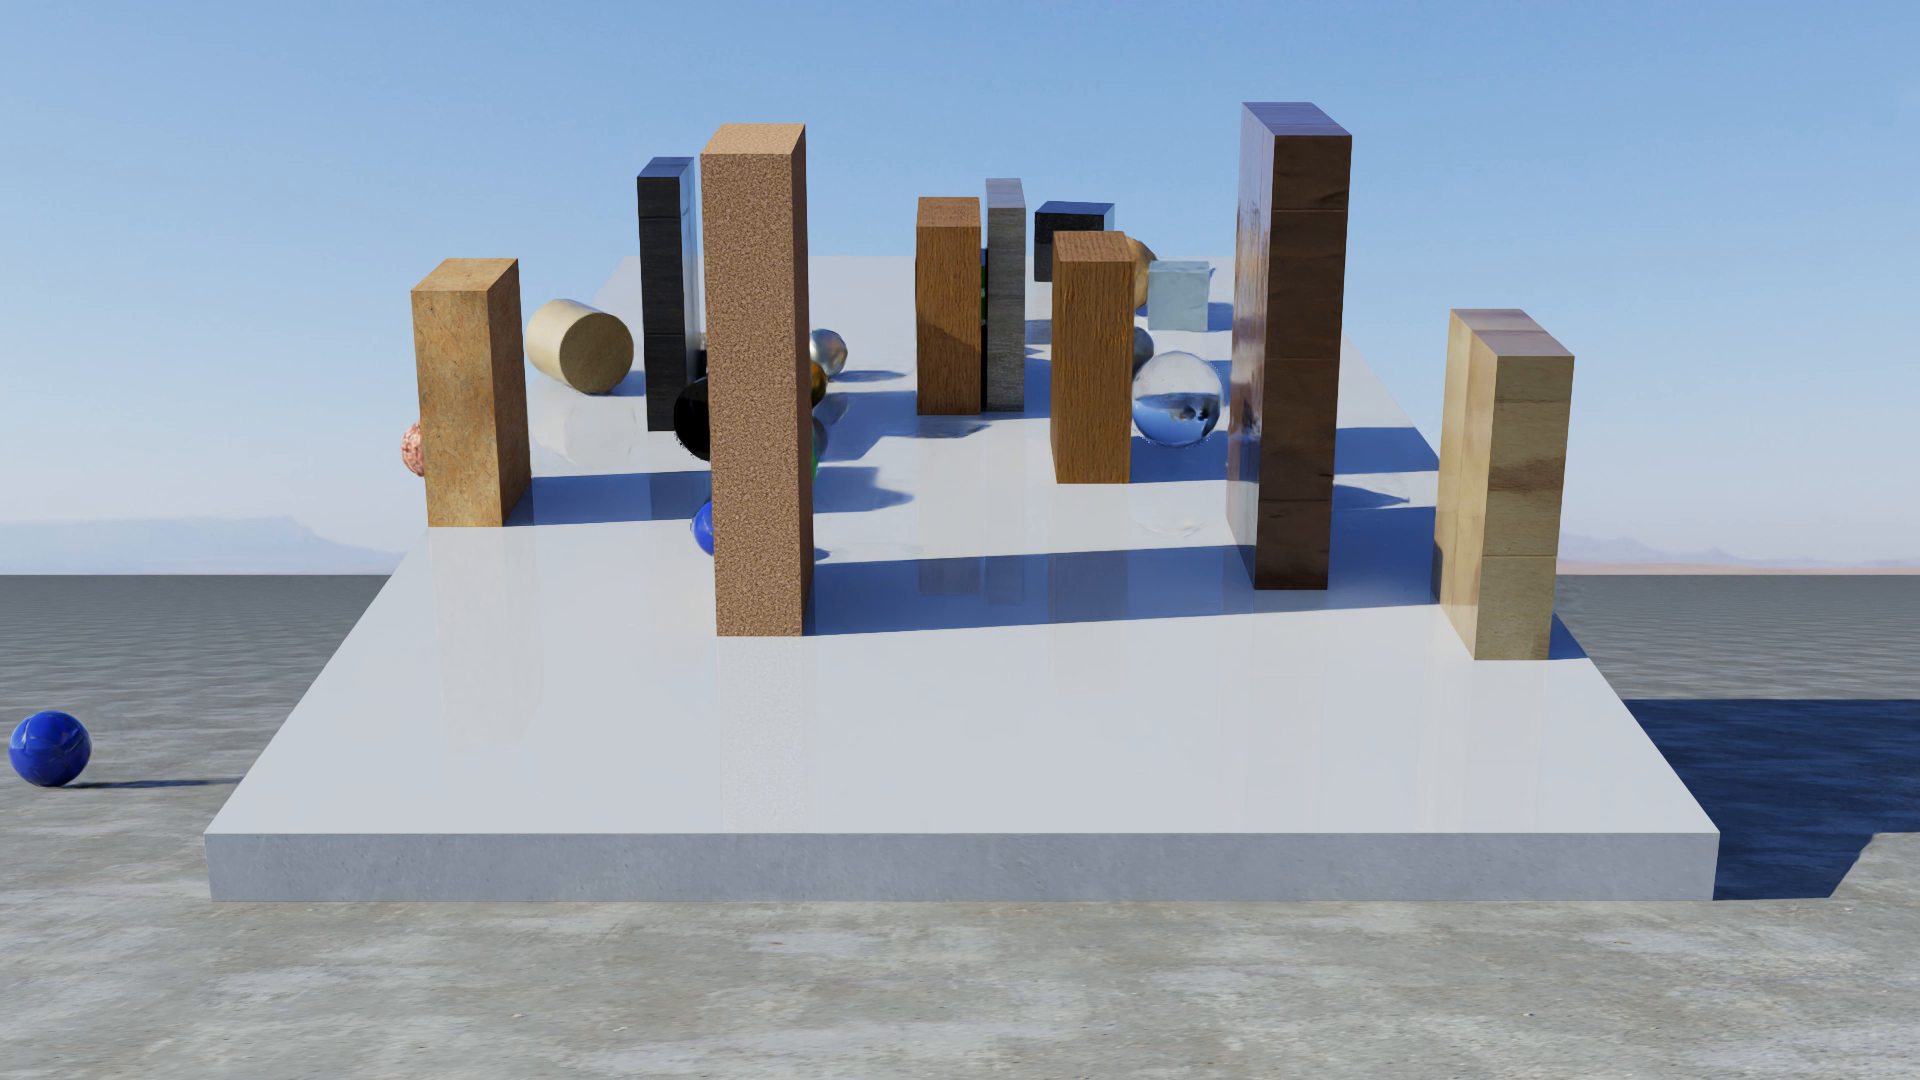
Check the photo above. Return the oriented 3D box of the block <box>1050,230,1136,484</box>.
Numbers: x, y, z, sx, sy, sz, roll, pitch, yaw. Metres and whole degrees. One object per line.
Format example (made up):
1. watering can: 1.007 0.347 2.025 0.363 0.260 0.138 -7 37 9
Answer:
1. block: 0.267 -0.378 4.567 0.146 0.450 0.331 0 18 0

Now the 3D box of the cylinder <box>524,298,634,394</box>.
1. cylinder: -0.887 -0.453 5.211 0.189 0.189 0.189 1 15 -36

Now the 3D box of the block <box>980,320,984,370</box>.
1. block: 0.009 -0.473 5.410 0.107 0.107 0.107 11 21 30

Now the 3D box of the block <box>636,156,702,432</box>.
1. block: -0.632 -0.541 4.899 0.089 0.551 0.283 0 18 0

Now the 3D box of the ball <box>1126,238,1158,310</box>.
1. ball: 0.435 -0.709 5.982 0.201 0.201 0.201 0 -1 0

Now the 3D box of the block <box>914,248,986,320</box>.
1. block: 0.025 -0.626 5.721 0.204 0.204 0.204 10 21 28

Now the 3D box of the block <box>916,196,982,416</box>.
1. block: -0.025 -0.540 5.104 0.141 0.422 0.392 0 18 0

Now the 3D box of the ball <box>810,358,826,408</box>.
1. ball: -0.358 -0.348 4.984 0.124 0.124 0.124 0 -1 0

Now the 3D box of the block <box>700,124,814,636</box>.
1. block: -0.328 -0.269 3.694 0.139 0.784 0.350 0 18 0

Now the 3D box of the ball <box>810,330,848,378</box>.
1. ball: -0.324 -0.440 5.291 0.116 0.116 0.116 0 -1 0

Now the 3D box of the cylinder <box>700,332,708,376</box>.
1. cylinder: -0.613 -0.410 5.163 0.138 0.138 0.138 0 -1 0

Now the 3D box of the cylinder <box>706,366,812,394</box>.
1. cylinder: -0.437 -0.329 4.850 0.179 0.179 0.179 5 1 16

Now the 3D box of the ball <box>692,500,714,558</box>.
1. ball: -0.422 -0.021 4.013 0.113 0.113 0.113 0 -1 0

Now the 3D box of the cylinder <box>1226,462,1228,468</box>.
1. cylinder: 0.610 -0.146 4.345 0.129 0.129 0.129 1 5 -38

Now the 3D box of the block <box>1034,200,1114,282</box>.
1. block: 0.330 -0.857 6.436 0.199 0.199 0.199 4 19 12

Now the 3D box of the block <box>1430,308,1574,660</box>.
1. block: 0.874 -0.097 3.637 0.117 0.495 0.340 0 18 0

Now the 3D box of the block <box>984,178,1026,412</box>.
1. block: 0.102 -0.569 5.138 0.083 0.458 0.409 0 18 0

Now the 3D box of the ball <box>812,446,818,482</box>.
1. ball: -0.356 -0.148 4.330 0.159 0.159 0.159 0 -1 0

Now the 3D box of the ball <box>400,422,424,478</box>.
1. ball: -1.066 -0.184 4.508 0.119 0.119 0.119 0 -1 0

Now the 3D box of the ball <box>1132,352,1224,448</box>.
1. ball: 0.455 -0.296 4.715 0.203 0.203 0.203 0 -1 0

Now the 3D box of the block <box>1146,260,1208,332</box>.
1. block: 0.569 -0.637 5.835 0.154 0.154 0.154 2 18 6

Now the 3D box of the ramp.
1. ramp: -0.004 -0.187 4.868 2.000 0.100 4.000 0 18 0

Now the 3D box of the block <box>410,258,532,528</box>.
1. block: -0.929 -0.287 4.281 0.138 0.451 0.310 0 18 0

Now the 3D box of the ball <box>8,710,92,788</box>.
1. ball: -1.842 0.423 4.532 0.157 0.157 0.157 0 -1 0

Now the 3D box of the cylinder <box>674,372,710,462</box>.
1. cylinder: -0.486 -0.271 4.673 0.178 0.178 0.178 0 18 13

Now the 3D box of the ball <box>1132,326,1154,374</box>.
1. ball: 0.406 -0.453 5.335 0.115 0.115 0.115 0 -1 0

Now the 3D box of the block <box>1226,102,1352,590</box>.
1. block: 0.572 -0.352 3.954 0.126 0.781 0.431 0 18 0
